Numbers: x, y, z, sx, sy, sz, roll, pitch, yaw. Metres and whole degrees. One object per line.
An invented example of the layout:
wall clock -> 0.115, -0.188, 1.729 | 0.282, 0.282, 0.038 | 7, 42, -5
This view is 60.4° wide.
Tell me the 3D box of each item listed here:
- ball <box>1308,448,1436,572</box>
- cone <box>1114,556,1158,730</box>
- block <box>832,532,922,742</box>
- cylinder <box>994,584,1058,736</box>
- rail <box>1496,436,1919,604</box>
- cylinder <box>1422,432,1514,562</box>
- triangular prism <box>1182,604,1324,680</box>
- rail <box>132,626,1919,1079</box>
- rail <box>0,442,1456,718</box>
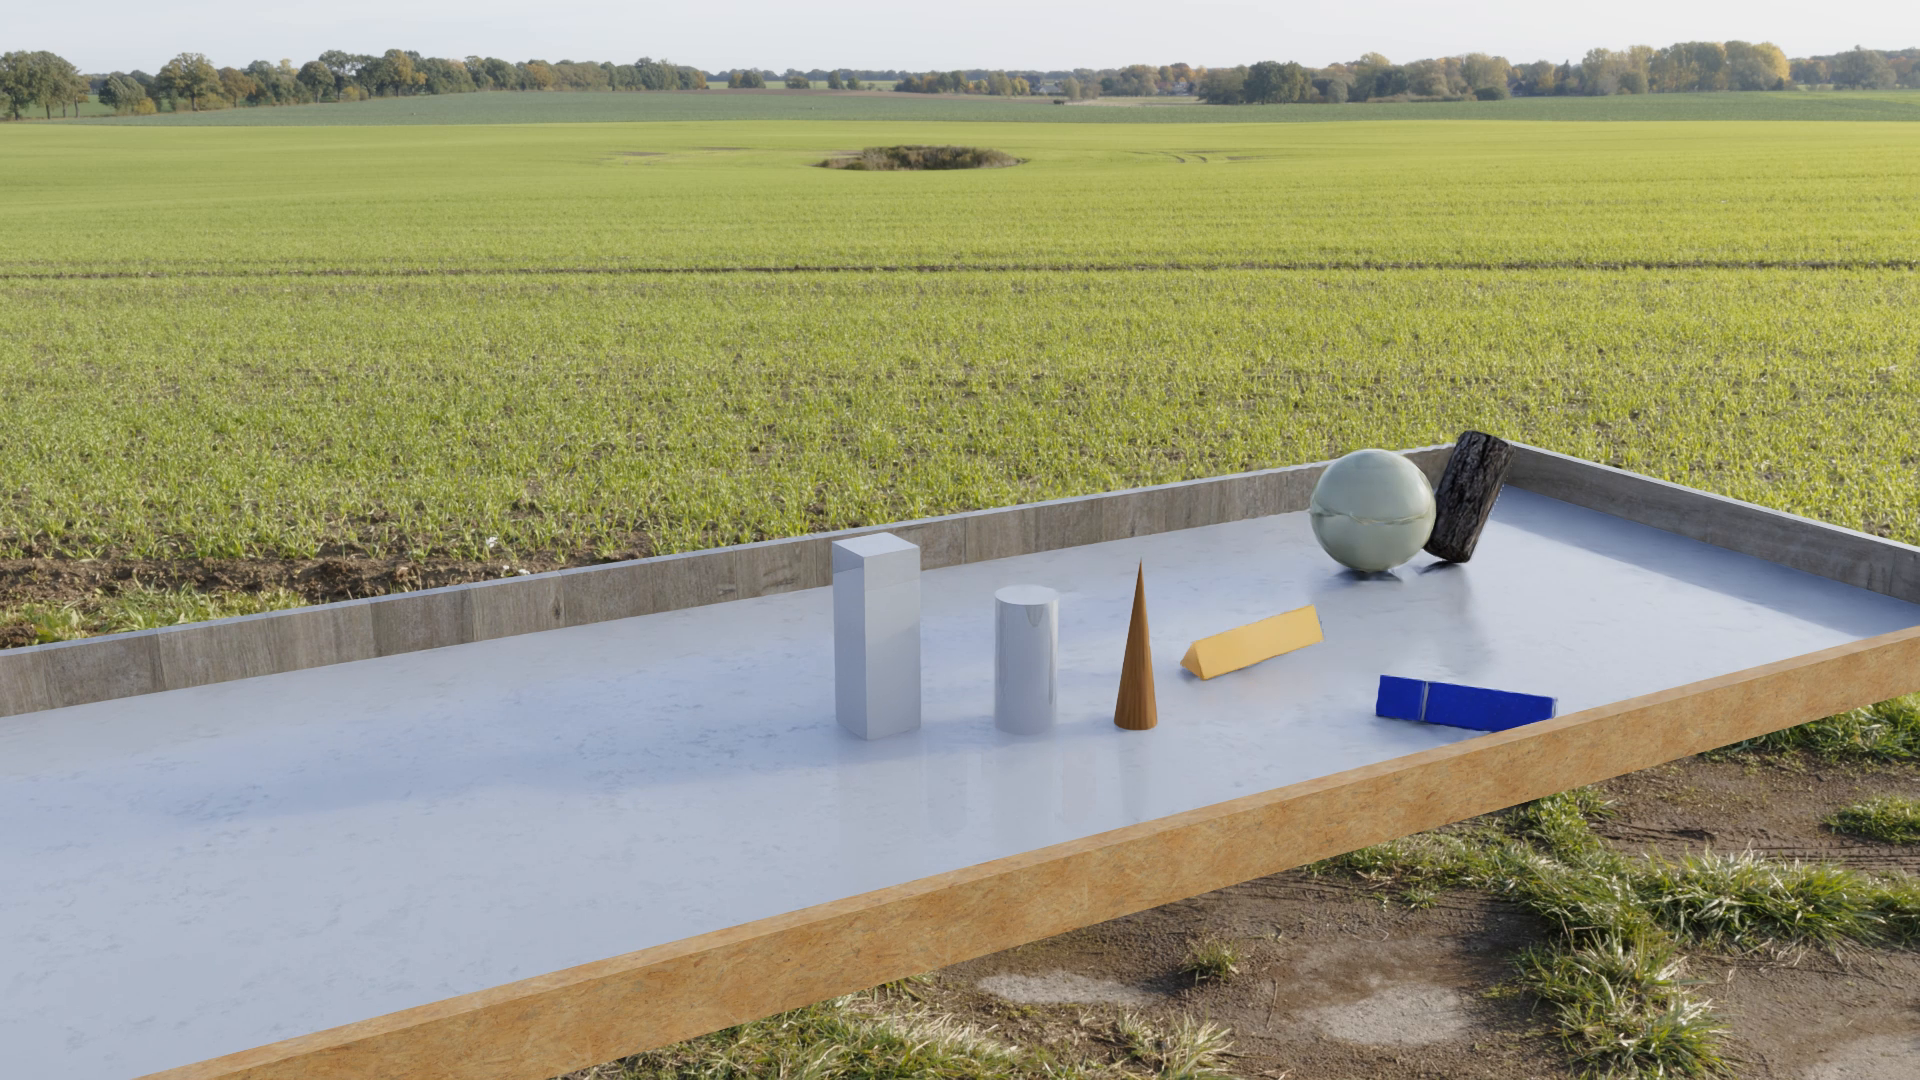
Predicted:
ball -> 1.248, -0.090, 4.996 | 0.374, 0.374, 0.374 | 0, 16, 0
cone -> 0.415, 0.234, 3.837 | 0.104, 0.408, 0.104 | 0, 16, 0
block -> -0.192, 0.221, 3.819 | 0.146, 0.441, 0.146 | -11, 19, -32
cylinder -> 0.154, 0.279, 3.844 | 0.147, 0.318, 0.147 | 0, 16, 0
rail -> 2.466, -0.048, 5.253 | 0.050, 0.150, 2.100 | -9, 18, -27
cylinder -> 1.561, -0.133, 5.099 | 0.170, 0.372, 0.170 | 25, -11, 5
triangular prism -> 0.757, 0.251, 4.254 | 0.386, 0.086, 0.099 | -15, 28, -26
rail -> -2.336, 1.006, 1.665 | 12.000, 0.150, 0.050 | -9, 18, -27
rail -> -3.305, 0.497, 3.399 | 12.000, 0.150, 0.050 | -9, 18, -27
